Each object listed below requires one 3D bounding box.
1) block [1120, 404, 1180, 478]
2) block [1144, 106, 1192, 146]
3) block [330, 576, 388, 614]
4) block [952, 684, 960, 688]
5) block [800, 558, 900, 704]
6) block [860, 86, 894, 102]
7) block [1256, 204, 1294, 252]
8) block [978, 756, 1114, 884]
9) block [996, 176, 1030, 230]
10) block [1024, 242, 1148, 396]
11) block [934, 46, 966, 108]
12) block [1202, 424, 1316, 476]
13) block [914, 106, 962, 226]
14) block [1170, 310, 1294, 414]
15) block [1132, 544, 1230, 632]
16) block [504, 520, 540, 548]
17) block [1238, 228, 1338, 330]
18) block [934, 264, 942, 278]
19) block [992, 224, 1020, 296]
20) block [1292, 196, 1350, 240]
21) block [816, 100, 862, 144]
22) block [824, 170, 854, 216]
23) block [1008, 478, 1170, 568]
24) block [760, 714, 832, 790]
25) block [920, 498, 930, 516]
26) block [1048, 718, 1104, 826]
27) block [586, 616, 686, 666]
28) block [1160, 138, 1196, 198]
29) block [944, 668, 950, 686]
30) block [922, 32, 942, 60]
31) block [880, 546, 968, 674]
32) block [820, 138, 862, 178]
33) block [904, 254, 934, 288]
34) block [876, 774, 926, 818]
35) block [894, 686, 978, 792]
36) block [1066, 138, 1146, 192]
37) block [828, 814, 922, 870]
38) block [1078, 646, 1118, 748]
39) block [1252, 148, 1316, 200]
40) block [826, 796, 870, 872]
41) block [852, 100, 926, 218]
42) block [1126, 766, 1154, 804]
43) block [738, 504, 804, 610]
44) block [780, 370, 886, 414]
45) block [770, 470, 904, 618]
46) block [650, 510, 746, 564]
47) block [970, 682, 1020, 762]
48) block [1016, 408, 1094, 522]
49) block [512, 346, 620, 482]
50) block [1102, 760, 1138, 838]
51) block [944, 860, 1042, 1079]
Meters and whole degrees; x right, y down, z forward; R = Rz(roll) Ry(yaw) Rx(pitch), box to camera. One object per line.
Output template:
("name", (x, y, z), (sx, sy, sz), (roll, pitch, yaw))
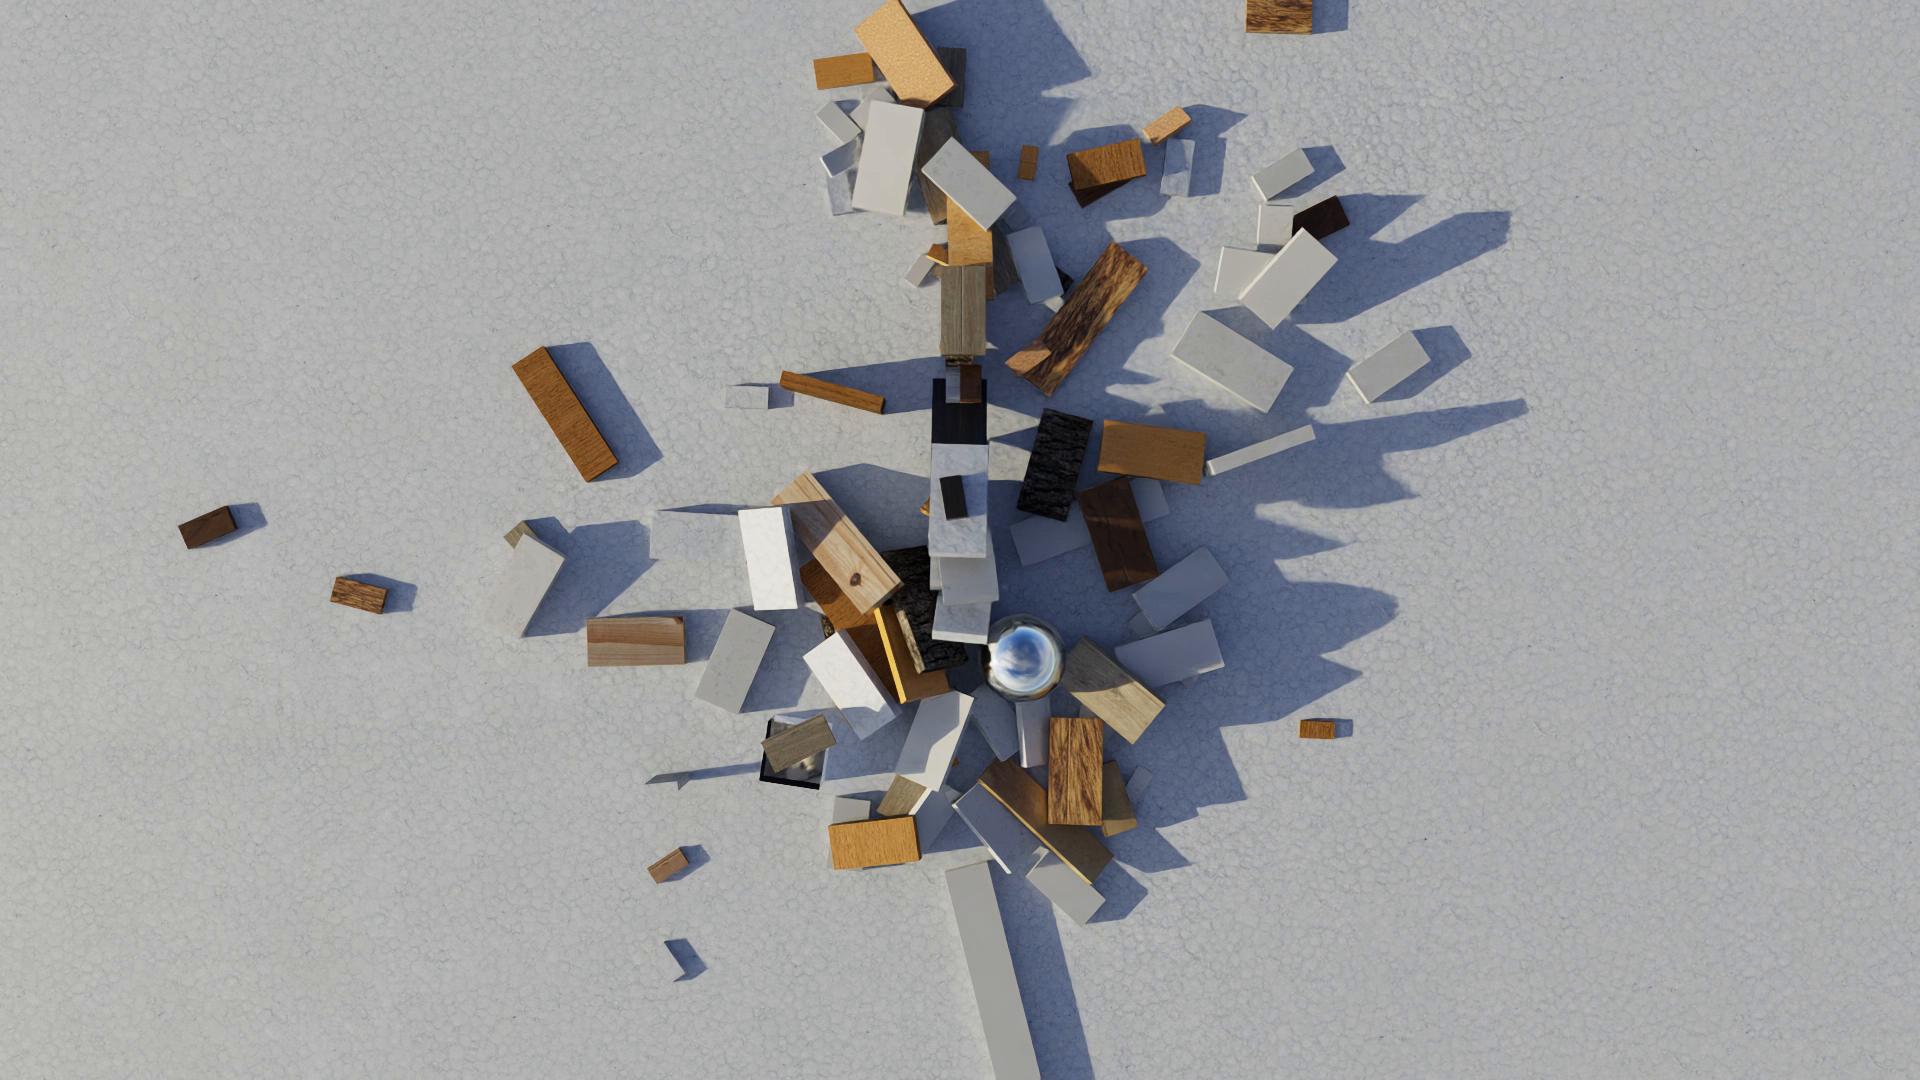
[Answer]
("block", (0.604, -0.324, 5.482), (0.249, 0.035, 0.125), (-41, 90, 0))
("block", (0.688, -1.375, 5.476), (0.144, 0.020, 0.072), (-34, 66, 0))
("block", (-1.999, 0.184, 5.488), (0.171, 0.024, 0.086), (15, 90, 0))
("block", (-0.052, 0.536, 5.490), (0.136, 0.019, 0.068), (-23, 90, 0))
("block", (-0.313, 0.276, 5.429), (0.168, 0.048, 0.545), (-37, 88, -1))
("block", (-0.273, -1.482, 5.492), (0.109, 0.015, 0.054), (-5, 90, 0))
("block", (1.037, -0.989, 5.446), (0.108, 0.031, 0.229), (1, 110, 0))
("block", (0.283, 0.919, 5.458), (0.508, 0.035, 0.123), (43, 67, 0))
("block", (0.147, -1.122, 5.490), (0.072, 0.020, 0.178), (-39, 90, 0))
("block", (0.402, -0.733, 5.478), (0.152, 0.043, 0.532), (38, 90, 0))
("block", (-0.031, -1.539, 5.486), (0.095, 0.027, 0.191), (3, 90, 0))
("block", (0.979, -0.293, 5.413), (0.346, 0.173, 0.049), (-20, 90, 0))
("block", (-0.062, -1.242, 5.475), (0.176, 0.050, 0.351), (-19, 90, 0))
("block", (0.903, -0.591, 5.475), (0.371, 0.049, 0.173), (31, 90, 0))
("block", (0.730, 0.158, 5.449), (0.293, 0.042, 0.147), (-34, 89, -11))
("block", (-1.428, 0.027, 5.488), (0.086, 0.024, 0.171), (-41, 90, 0))
("block", (1.075, -0.857, 5.408), (0.152, 0.043, 0.304), (38, 106, -12))
("block", (-0.031, -0.887, 5.493), (0.105, 0.015, 0.053), (25, 90, 0))
("block", (0.109, -0.952, 5.483), (0.121, 0.034, 0.246), (-32, 90, 0))
("block", (1.173, -1.049, 5.485), (0.217, 0.031, 0.108), (-26, 90, 0))
("block", (-0.404, -1.386, 5.490), (0.072, 0.020, 0.143), (-44, 90, 0))
("block", (-0.403, -1.157, 5.490), (0.073, 0.021, 0.146), (-11, 90, 0))
("block", (0.429, -0.068, 5.479), (0.518, 0.042, 0.147), (-20, 90, 0))
("block", (-0.535, 0.693, 5.402), (0.196, 0.196, 0.196), (9, 90, 0))
("block", (-0.047, -0.087, 5.341), (0.146, 0.021, 0.073), (30, 62, 14))
("block", (0.380, 0.760, 5.427), (0.173, 0.049, 0.346), (1, 85, 1))
("block", (-1.073, 0.336, 5.477), (0.319, 0.045, 0.159), (-1, 90, 0))
("block", (0.723, -1.240, 5.487), (0.093, 0.026, 0.186), (7, 90, 0))
("block", (-0.103, 0.453, 5.490), (0.136, 0.019, 0.068), (-4, 90, 0))
("block", (-0.154, -1.639, 5.469), (0.095, 0.027, 0.191), (-37, 89, 20))
("block", (-0.123, 0.224, 5.370), (0.173, 0.049, 0.416), (-8, 69, -35))
("block", (-0.384, -1.268, 5.466), (0.144, 0.020, 0.072), (-32, 102, -14))
("block", (-0.134, -0.898, 5.493), (0.053, 0.015, 0.105), (35, 90, 0))
("block", (-0.142, 0.778, 5.471), (0.118, 0.034, 0.340), (29, 93, 2))
("block", (-0.079, 0.641, 5.409), (0.164, 0.046, 0.328), (21, 91, 17))
("block", (0.485, -1.240, 5.456), (0.242, 0.034, 0.121), (-13, 90, 0))
("block", (-0.280, 0.992, 5.414), (0.291, 0.041, 0.145), (-9, 90, 13))
("block", (0.468, 0.522, 5.484), (0.116, 0.033, 0.324), (14, 90, 0))
("block", (1.075, -1.217, 5.487), (0.186, 0.026, 0.093), (-31, 90, 0))
("block", (-0.369, 0.977, 5.483), (0.118, 0.034, 0.237), (7, 90, 0))
("block", (-0.235, -1.256, 5.438), (0.175, 0.050, 0.351), (12, 95, 9))
("block", (0.588, 0.814, 5.492), (0.058, 0.016, 0.115), (31, 90, 0))
("block", (-0.618, 0.058, 5.414), (0.168, 0.048, 0.337), (-3, 100, 28))
("block", (-0.416, -0.483, 5.416), (0.338, 0.169, 0.048), (15, 90, 0))
("block", (-0.403, 0.008, 5.386), (0.164, 0.046, 0.517), (-41, 69, 0))
("block", (-0.862, -0.009, 5.477), (0.319, 0.045, 0.159), (4, 90, 0))
("block", (0.119, 0.596, 5.460), (0.123, 0.035, 0.247), (-34, 90, -23))
("block", (0.314, -0.248, 5.452), (0.169, 0.048, 0.344), (15, 84, 4))
("block", (-1.311, -0.417, 5.482), (0.125, 0.035, 0.458), (-33, 90, 0))
("block", (0.498, 0.856, 5.467), (0.116, 0.033, 0.231), (-18, 90, 0))
("block", (0.117, 1.477, 5.479), (0.145, 0.041, 0.809), (-14, 90, 0))
